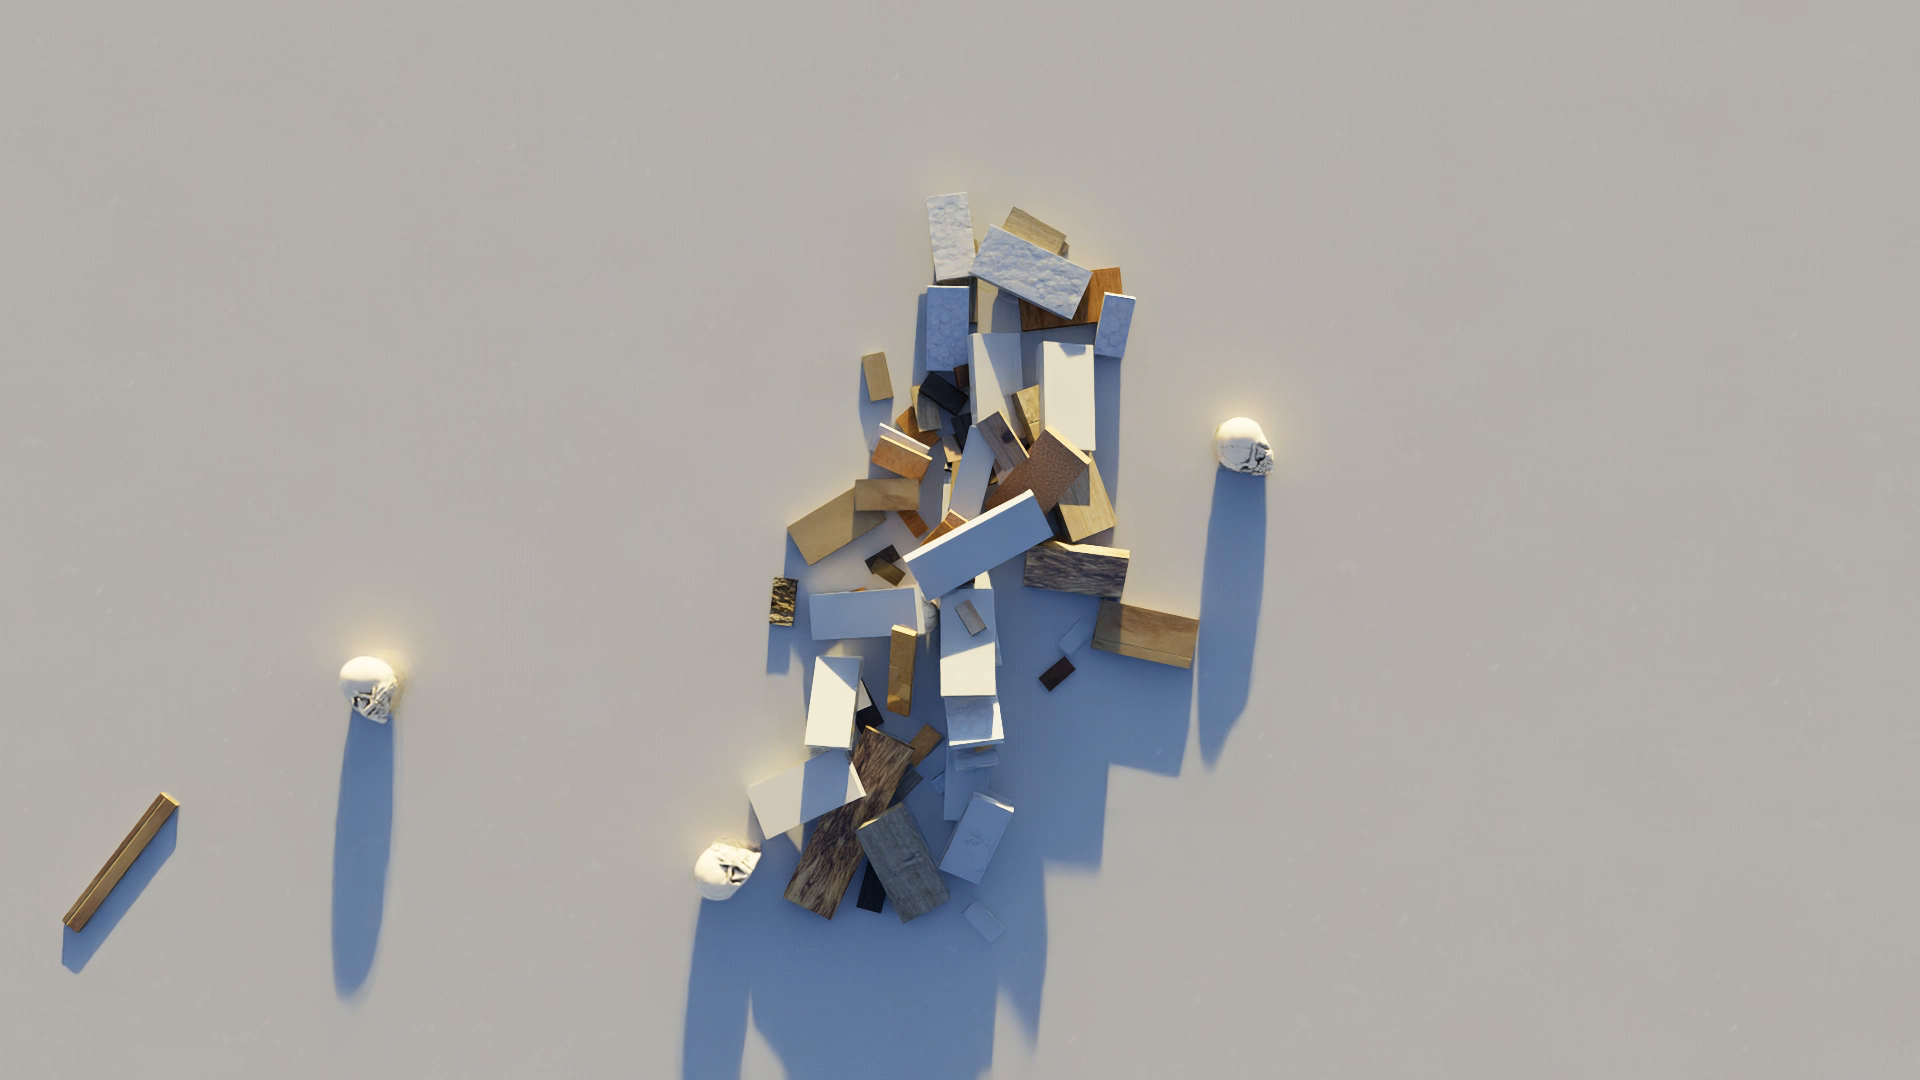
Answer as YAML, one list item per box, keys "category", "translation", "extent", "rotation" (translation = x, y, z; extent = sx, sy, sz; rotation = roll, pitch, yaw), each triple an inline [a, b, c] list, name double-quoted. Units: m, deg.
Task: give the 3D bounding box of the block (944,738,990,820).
- category: "block"
  translation: [0.023, 0.786, 5.465]
  extent: [0.143, 0.040, 0.285]
  rotation: [3, 90, 0]

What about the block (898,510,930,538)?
- category: "block"
  translation: [-0.156, -0.064, 5.492]
  extent: [0.054, 0.015, 0.109]
  rotation: [-36, 90, 0]

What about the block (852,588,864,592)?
- category: "block"
  translation: [-0.327, 0.240, 5.464]
  extent: [0.022, 0.077, 0.155]
  rotation: [-19, 90, -43]

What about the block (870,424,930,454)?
- category: "block"
  translation: [-0.201, -0.306, 5.473]
  extent: [0.181, 0.026, 0.090]
  rotation: [26, 109, 0]

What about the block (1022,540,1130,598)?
- category: "block"
  translation: [0.382, 0.094, 5.435]
  extent: [0.329, 0.047, 0.165]
  rotation: [7, 124, 0]

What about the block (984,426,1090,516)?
- category: "block"
  translation: [0.251, -0.184, 5.369]
  extent: [0.176, 0.050, 0.353]
  rotation: [41, 118, 4]

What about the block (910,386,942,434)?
- category: "block"
  translation: [-0.114, -0.438, 5.475]
  extent: [0.077, 0.022, 0.154]
  rotation: [-11, 84, -10]

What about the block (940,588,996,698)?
- category: "block"
  translation: [0.025, 0.335, 5.359]
  extent: [0.175, 0.049, 0.349]
  rotation: [-1, 75, 2]

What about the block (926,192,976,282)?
- category: "block"
  translation: [-0.027, -1.000, 5.442]
  extent: [0.137, 0.039, 0.274]
  rotation: [-8, 90, 0]

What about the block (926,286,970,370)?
- category: "block"
  translation: [-0.041, -0.699, 5.447]
  extent: [0.137, 0.039, 0.275]
  rotation: [1, 104, 0]

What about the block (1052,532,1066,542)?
- category: "block"
  translation: [0.348, 0.030, 5.492]
  extent: [0.110, 0.016, 0.055]
  rotation: [40, 90, 0]

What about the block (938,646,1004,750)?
- category: "block"
  translation: [0.034, 0.503, 5.403]
  extent: [0.175, 0.049, 0.349]
  rotation: [-8, 65, 0]

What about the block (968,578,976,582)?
- category: "block"
  translation: [0.005, 0.048, 5.448]
  extent: [0.095, 0.027, 0.190]
  rotation: [1, 65, 0]

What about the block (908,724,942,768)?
- category: "block"
  translation: [-0.129, 0.684, 5.490]
  extent: [0.068, 0.019, 0.135]
  rotation: [40, 90, 0]

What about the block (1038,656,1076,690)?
- category: "block"
  translation: [0.323, 0.445, 5.492]
  extent: [0.115, 0.016, 0.058]
  rotation: [-41, 90, 0]

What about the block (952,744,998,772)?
- category: "block"
  translation: [0.033, 0.608, 5.433]
  extent: [0.143, 0.040, 0.285]
  rotation: [-9, 72, -2]

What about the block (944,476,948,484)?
- category: "block"
  translation: [-0.008, -0.115, 5.468]
  extent: [0.095, 0.027, 0.190]
  rotation: [3, 79, 0]

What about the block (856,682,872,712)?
- category: "block"
  translation: [-0.387, 0.540, 5.464]
  extent: [0.171, 0.024, 0.085]
  rotation: [-23, 90, 1]

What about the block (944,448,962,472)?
- category: "block"
  translation: [-0.016, -0.271, 5.467]
  extent: [0.051, 0.015, 0.103]
  rotation: [13, 61, 3]

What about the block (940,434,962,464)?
- category: "block"
  translation: [-0.027, -0.301, 5.466]
  extent: [0.051, 0.015, 0.103]
  rotation: [-11, 62, -9]

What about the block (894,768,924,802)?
- category: "block"
  translation: [-0.178, 0.814, 5.493]
  extent: [0.052, 0.015, 0.104]
  rotation: [44, 90, 0]

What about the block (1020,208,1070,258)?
- category: "block"
  translation: [0.253, -0.998, 5.486]
  extent: [0.203, 0.029, 0.101]
  rotation: [37, 90, 0]

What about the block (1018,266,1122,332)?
- category: "block"
  translation: [0.368, -0.798, 5.476]
  extent: [0.342, 0.048, 0.171]
  rotation: [-7, 90, 0]

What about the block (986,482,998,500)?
- category: "block"
  translation: [0.141, -0.123, 5.489]
  extent: [0.077, 0.022, 0.153]
  rotation: [-18, 90, 0]

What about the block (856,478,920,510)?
- category: "block"
  translation: [-0.240, -0.150, 5.441]
  extent: [0.208, 0.029, 0.104]
  rotation: [-1, 92, 0]

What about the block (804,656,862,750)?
- category: "block"
  translation: [-0.414, 0.535, 5.418]
  extent: [0.149, 0.042, 0.298]
  rotation: [2, 71, 11]

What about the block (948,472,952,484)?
- category: "block"
  translation: [-0.012, -0.202, 5.464]
  extent: [0.051, 0.015, 0.103]
  rotation: [3, 79, 1]

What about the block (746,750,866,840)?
- category: "block"
  translation: [-0.507, 0.831, 5.428]
  extent: [0.358, 0.051, 0.179]
  rotation: [-26, 80, 10]

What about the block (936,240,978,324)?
- category: "block"
  translation: [-0.010, -0.859, 5.481]
  extent: [0.137, 0.039, 0.275]
  rotation: [0, 90, 0]

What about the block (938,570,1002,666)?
- category: "block"
  translation: [0.027, 0.251, 5.432]
  extent: [0.175, 0.049, 0.349]
  rotation: [-8, 75, 0]

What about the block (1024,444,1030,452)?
- category: "block"
  translation: [0.249, -0.242, 5.468]
  extent: [0.075, 0.021, 0.149]
  rotation: [-41, 89, -1]

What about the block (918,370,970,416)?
- category: "block"
  translation: [-0.054, -0.486, 5.471]
  extent: [0.154, 0.022, 0.077]
  rotation: [34, 75, -7]

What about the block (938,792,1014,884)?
- category: "block"
  translation: [0.053, 0.982, 5.438]
  extent: [0.143, 0.040, 0.285]
  rotation: [23, 104, -6]

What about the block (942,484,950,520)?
- category: "block"
  translation: [-0.012, -0.086, 5.429]
  extent: [0.095, 0.027, 0.190]
  rotation: [3, 86, 0]

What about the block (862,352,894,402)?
- category: "block"
  translation: [-0.274, -0.543, 5.489]
  extent: [0.077, 0.022, 0.154]
  rotation: [-12, 90, 0]
